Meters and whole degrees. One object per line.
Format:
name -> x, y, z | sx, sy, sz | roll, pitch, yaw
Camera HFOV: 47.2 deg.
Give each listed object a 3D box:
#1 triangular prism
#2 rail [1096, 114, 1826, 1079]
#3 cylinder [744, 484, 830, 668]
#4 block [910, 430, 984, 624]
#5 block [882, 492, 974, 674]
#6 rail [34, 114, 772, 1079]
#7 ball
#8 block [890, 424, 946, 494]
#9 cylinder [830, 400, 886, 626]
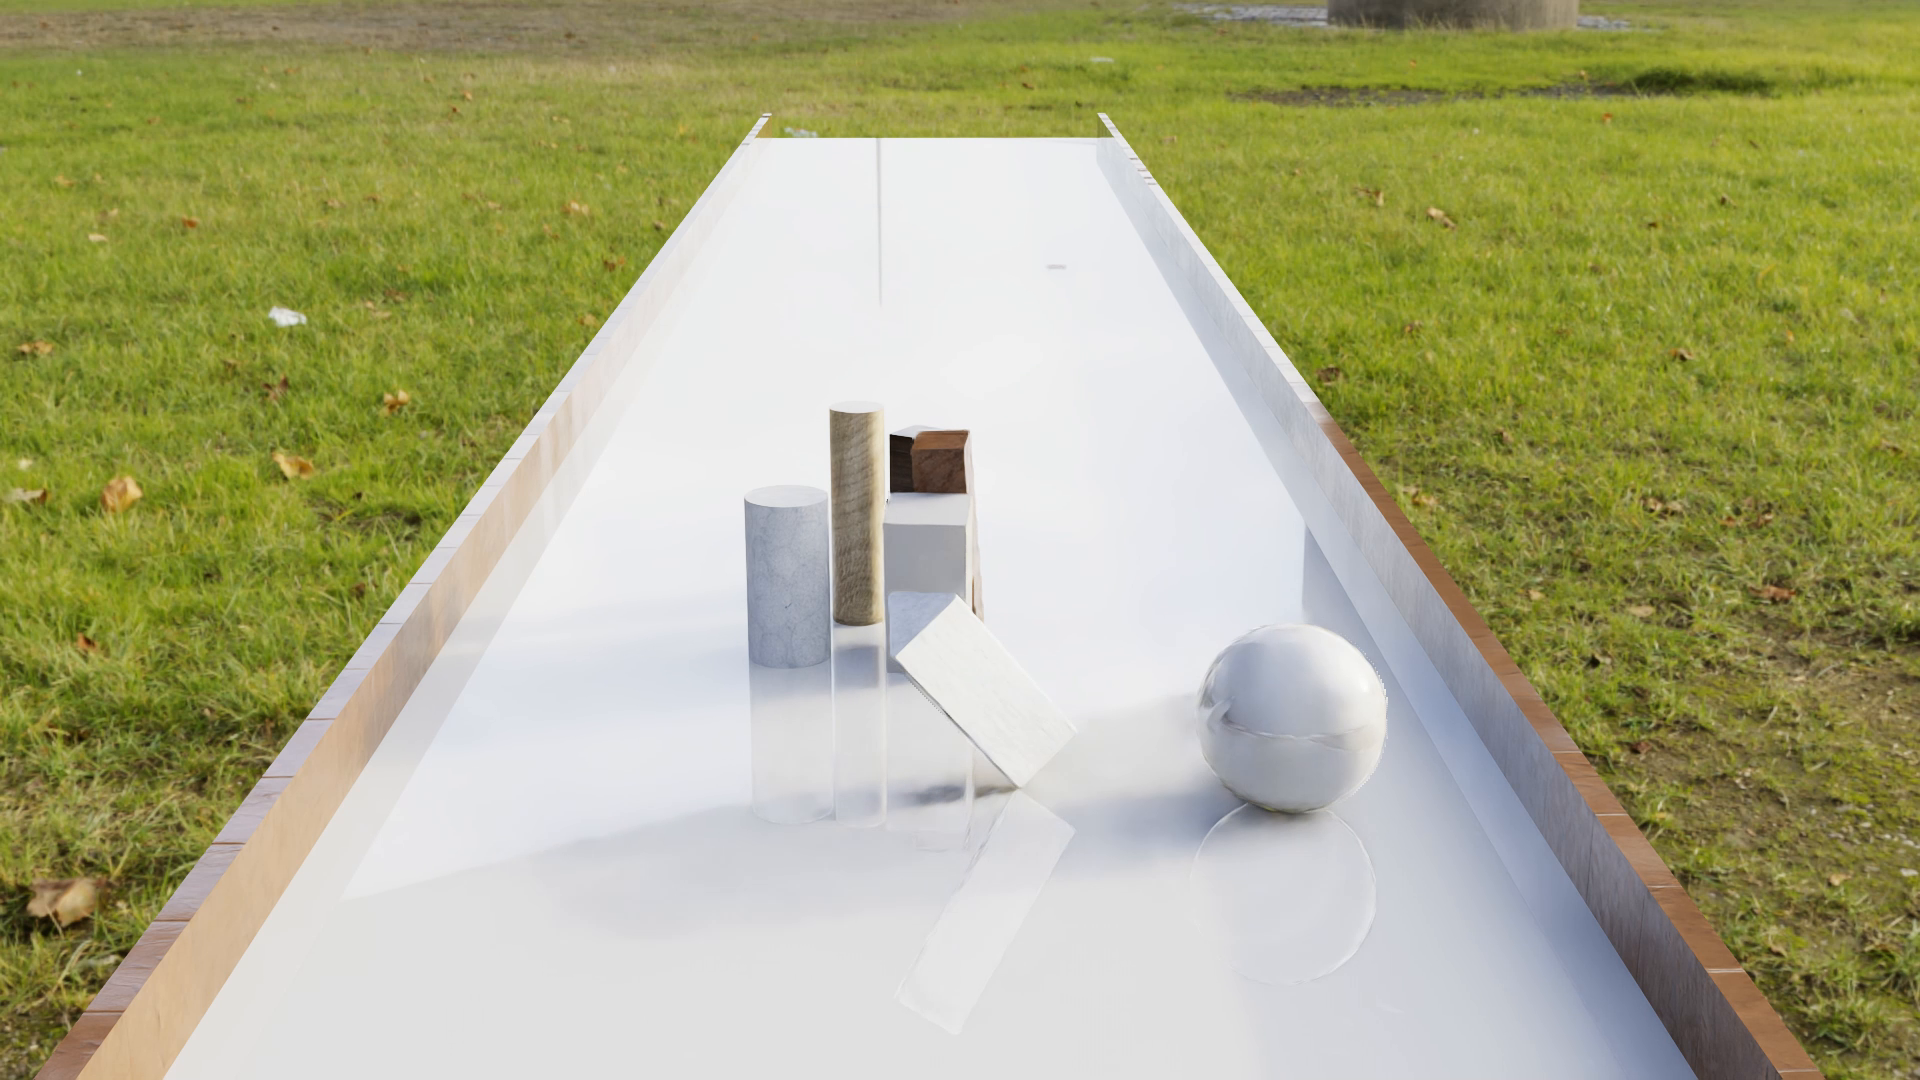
triangular prism -> 0.018, 0.233, 3.709 | 0.143, 0.409, 0.124 | -44, 39, -4
rail -> 0.932, -0.844, 7.801 | 0.050, 0.150, 12.000 | 0, 17, -1
cylinder -> -0.344, 0.072, 4.398 | 0.166, 0.334, 0.166 | 0, 17, 0
block -> -0.023, -0.003, 4.453 | 0.105, 0.431, 0.105 | 0, 24, 9
block -> -0.061, 0.086, 4.345 | 0.160, 0.321, 0.160 | 1, 23, 4
rail -> -1.118, -0.838, 7.780 | 0.050, 0.150, 12.000 | 0, 17, -1
ball -> 0.552, 0.296, 3.674 | 0.318, 0.318, 0.318 | 0, 17, 0
block -> -0.083, -0.073, 4.876 | 0.105, 0.341, 0.105 | 10, 19, 31
cylinder -> -0.214, -0.055, 4.606 | 0.114, 0.459, 0.114 | 0, 17, 0
